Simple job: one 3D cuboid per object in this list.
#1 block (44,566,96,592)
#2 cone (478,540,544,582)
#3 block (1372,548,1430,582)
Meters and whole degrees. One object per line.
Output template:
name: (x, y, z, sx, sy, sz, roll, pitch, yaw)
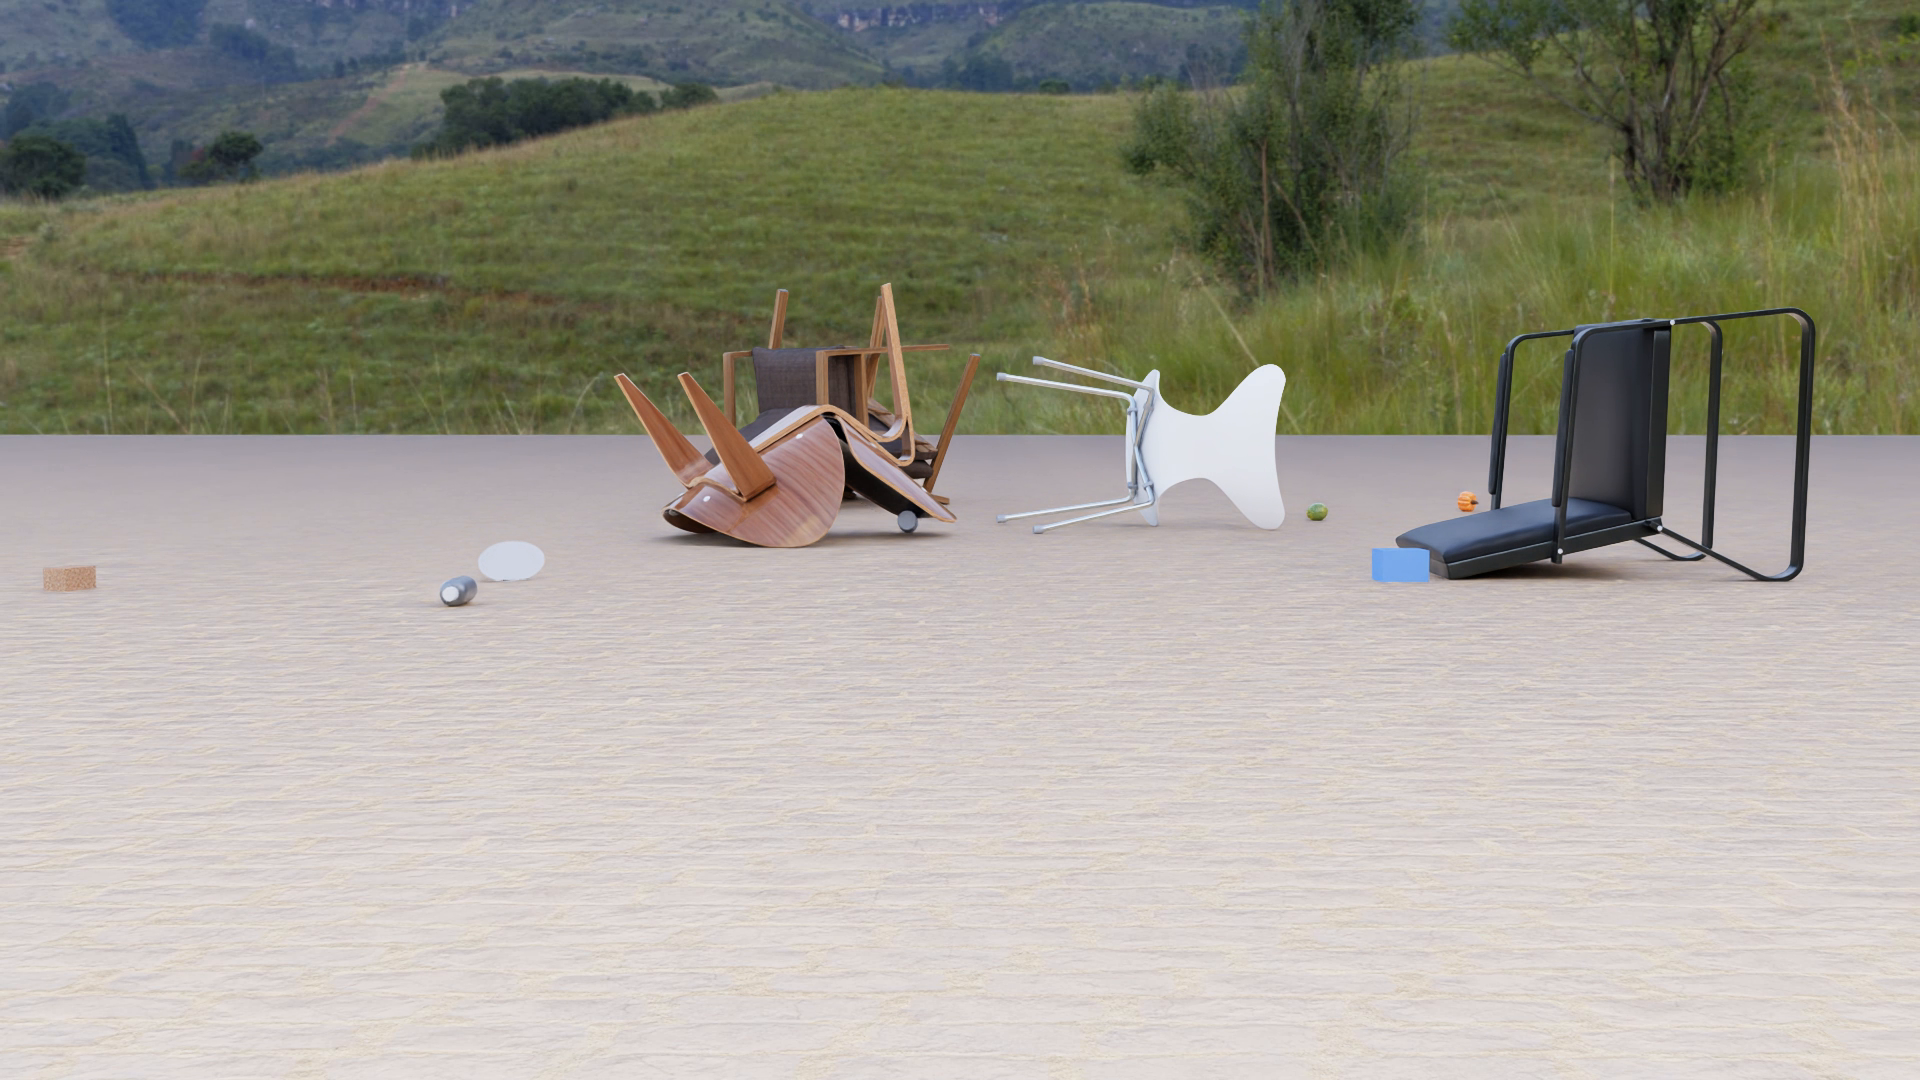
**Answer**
block: (-1.996, 0.086, 4.930, 0.061, 0.050, 0.094, 2, 4, 21)
cone: (-1.077, 0.070, 5.196, 0.177, 0.104, 0.087, -14, -19, -42)
block: (1.033, 0.059, 5.158, 0.111, 0.073, 0.083, -1, 4, -8)
